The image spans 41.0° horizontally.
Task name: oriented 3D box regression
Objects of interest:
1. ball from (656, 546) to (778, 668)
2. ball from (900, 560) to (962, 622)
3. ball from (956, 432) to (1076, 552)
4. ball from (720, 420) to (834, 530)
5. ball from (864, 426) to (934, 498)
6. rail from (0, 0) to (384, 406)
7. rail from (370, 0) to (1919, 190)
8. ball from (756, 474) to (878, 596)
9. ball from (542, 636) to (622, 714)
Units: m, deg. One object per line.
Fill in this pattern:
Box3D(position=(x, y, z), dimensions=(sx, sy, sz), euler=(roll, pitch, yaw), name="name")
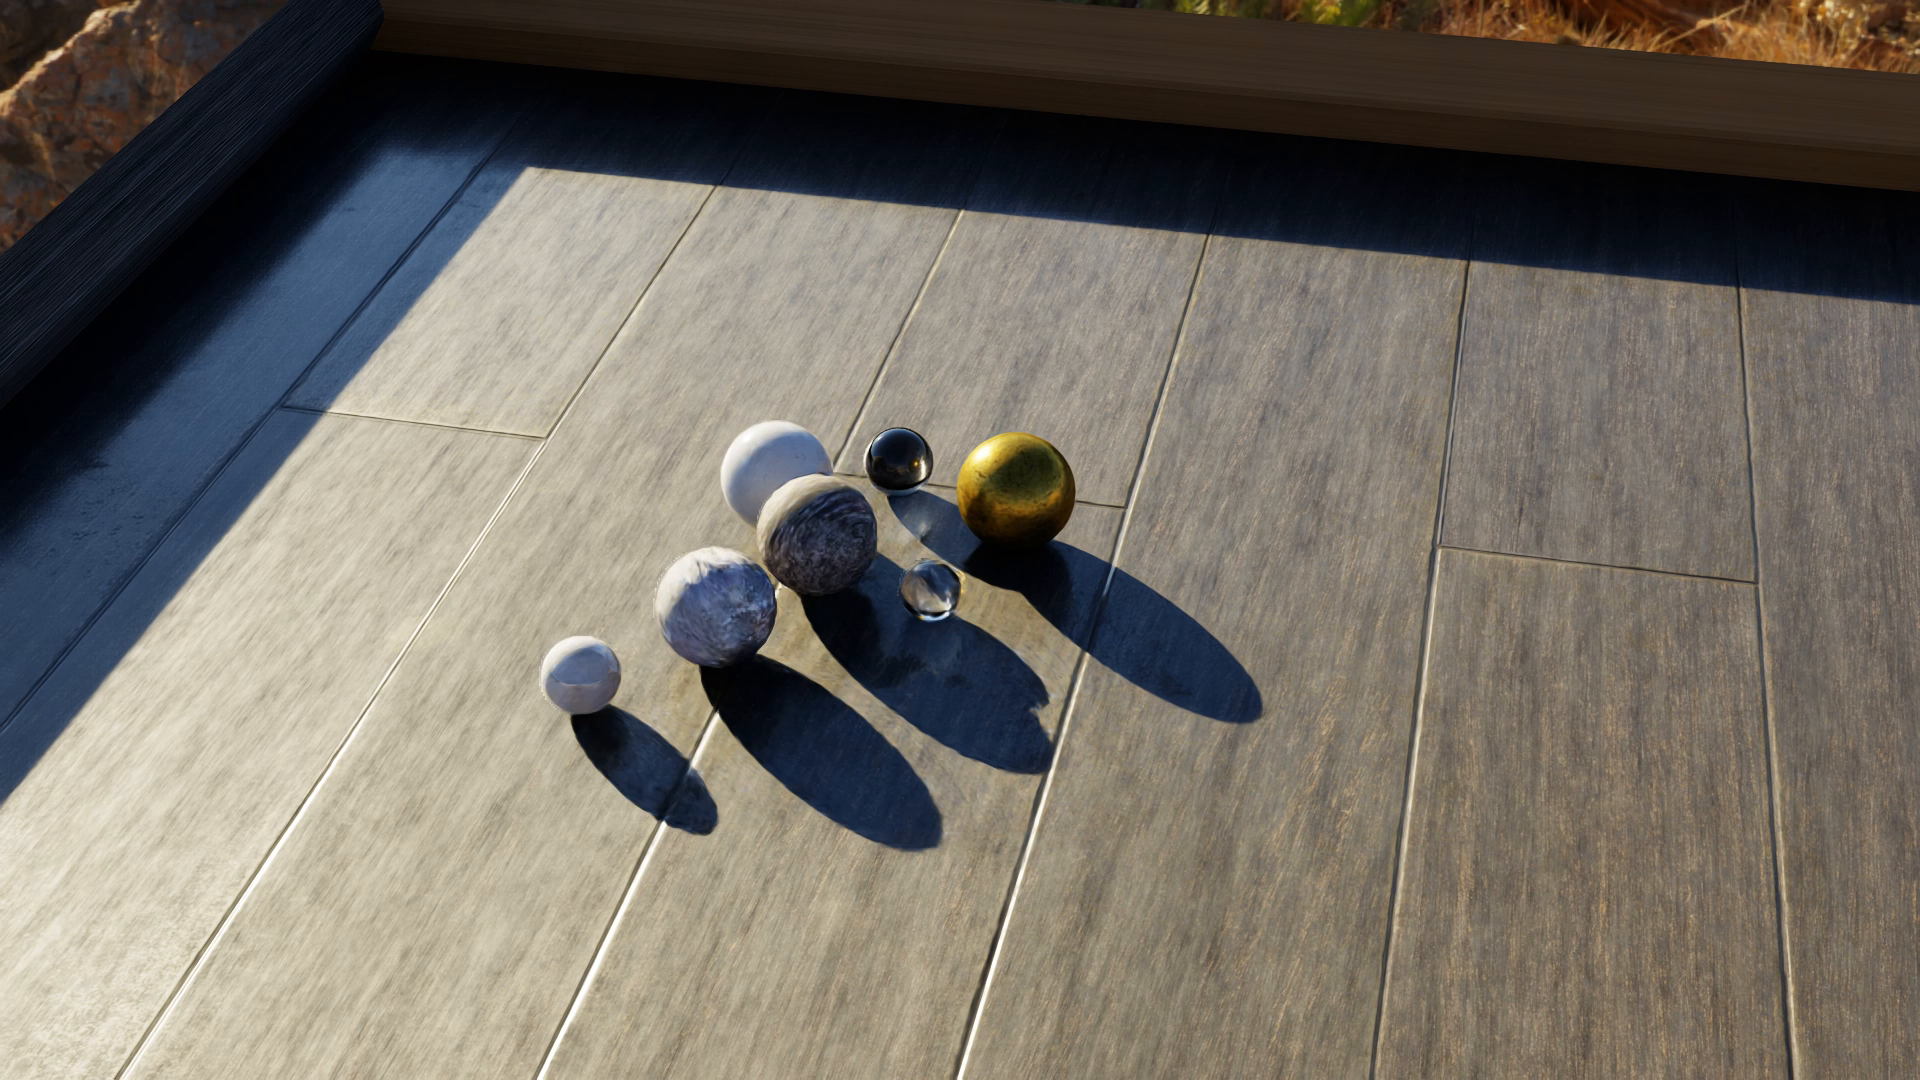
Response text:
Box3D(position=(-0.181, 0.050, 1.905), dimensions=(0.090, 0.090, 0.090), euler=(0, 34, 0), name="ball")
Box3D(position=(-0.022, 0.039, 1.959), dimensions=(0.047, 0.047, 0.047), euler=(0, 34, 0), name="ball")
Box3D(position=(0.044, -0.038, 2.031), dimensions=(0.094, 0.094, 0.094), euler=(0, 34, 0), name="ball")
Box3D(position=(-0.147, -0.050, 2.054), dimensions=(0.090, 0.090, 0.090), euler=(0, 34, 0), name="ball")
Box3D(position=(-0.050, -0.064, 2.102), dimensions=(0.058, 0.058, 0.058), euler=(0, 34, 0), name="ball")
Box3D(position=(-0.827, -0.123, 2.130), dimensions=(0.045, 0.123, 1.747), euler=(7, 35, 10), name="rail")
Box3D(position=(1.033, -0.381, 2.512), dimensions=(3.483, 0.123, 0.045), euler=(7, 35, 10), name="rail")
Box3D(position=(-0.110, -0.004, 1.981), dimensions=(0.094, 0.094, 0.094), euler=(0, 34, 0), name="ball")
Box3D(position=(-0.275, 0.098, 1.862), dimensions=(0.058, 0.058, 0.058), euler=(0, 34, 0), name="ball")
